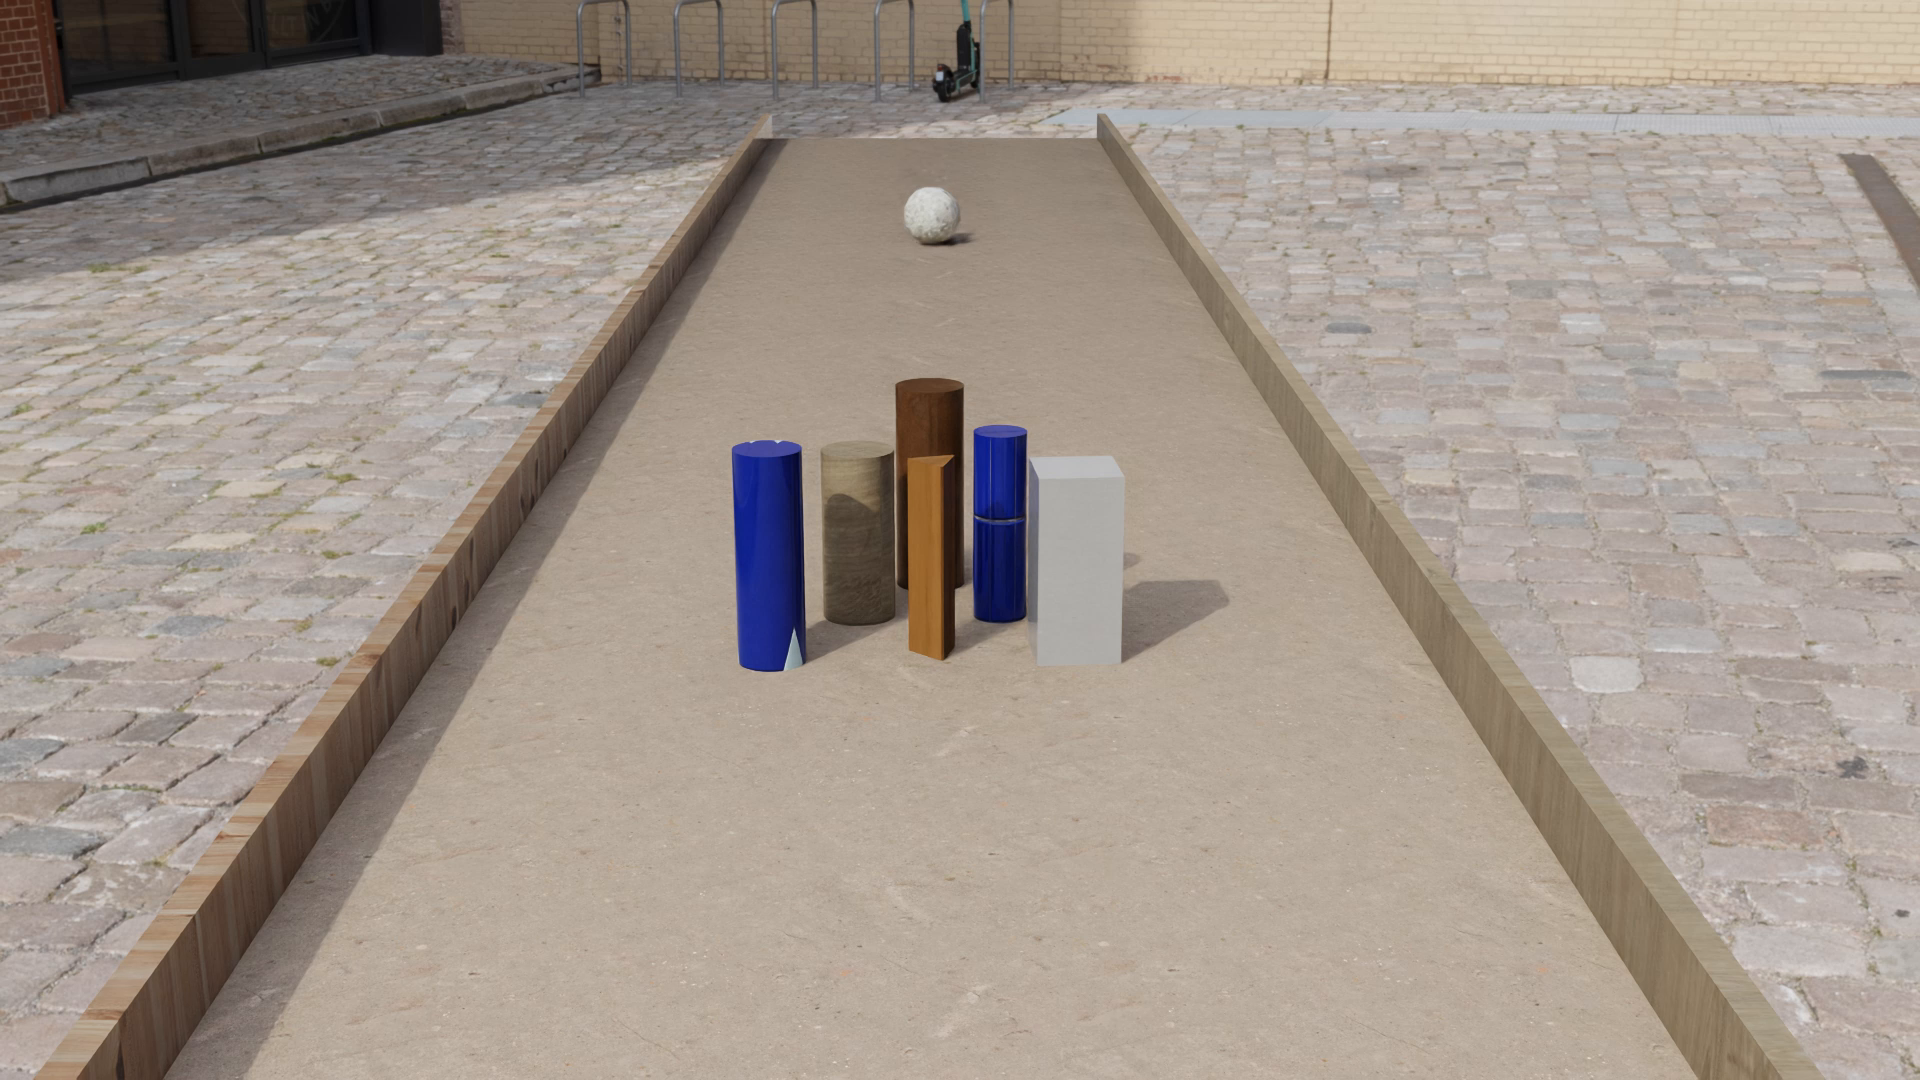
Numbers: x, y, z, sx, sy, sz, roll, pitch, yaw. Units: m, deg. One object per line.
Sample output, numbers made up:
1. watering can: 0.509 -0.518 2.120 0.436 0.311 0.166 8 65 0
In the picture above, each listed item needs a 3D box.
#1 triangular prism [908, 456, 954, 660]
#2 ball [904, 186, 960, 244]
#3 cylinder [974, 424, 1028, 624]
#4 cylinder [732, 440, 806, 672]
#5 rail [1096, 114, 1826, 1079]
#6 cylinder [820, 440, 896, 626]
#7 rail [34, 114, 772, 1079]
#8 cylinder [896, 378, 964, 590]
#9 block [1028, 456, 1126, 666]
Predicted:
1. triangular prism: -0.041 0.032 4.415 0.095 0.402 0.083 15 22 42
2. ball: -0.122 -1.407 9.525 0.247 0.247 0.247 0 17 0
3. cylinder: 0.084 -0.033 4.630 0.112 0.403 0.112 0 17 0
4. cylinder: -0.377 0.031 4.352 0.137 0.438 0.137 0 17 0
5. rail: 0.932 -0.844 7.801 0.050 0.150 12.000 0 17 -1
6. cylinder: -0.214 -0.015 4.640 0.154 0.363 0.154 0 17 0
7. rail: -1.118 -0.838 7.780 0.050 0.150 12.000 0 17 -1
8. cylinder: -0.066 -0.121 4.846 0.151 0.449 0.151 0 17 0
9. block: 0.230 0.040 4.414 0.168 0.386 0.168 -1 17 -5
